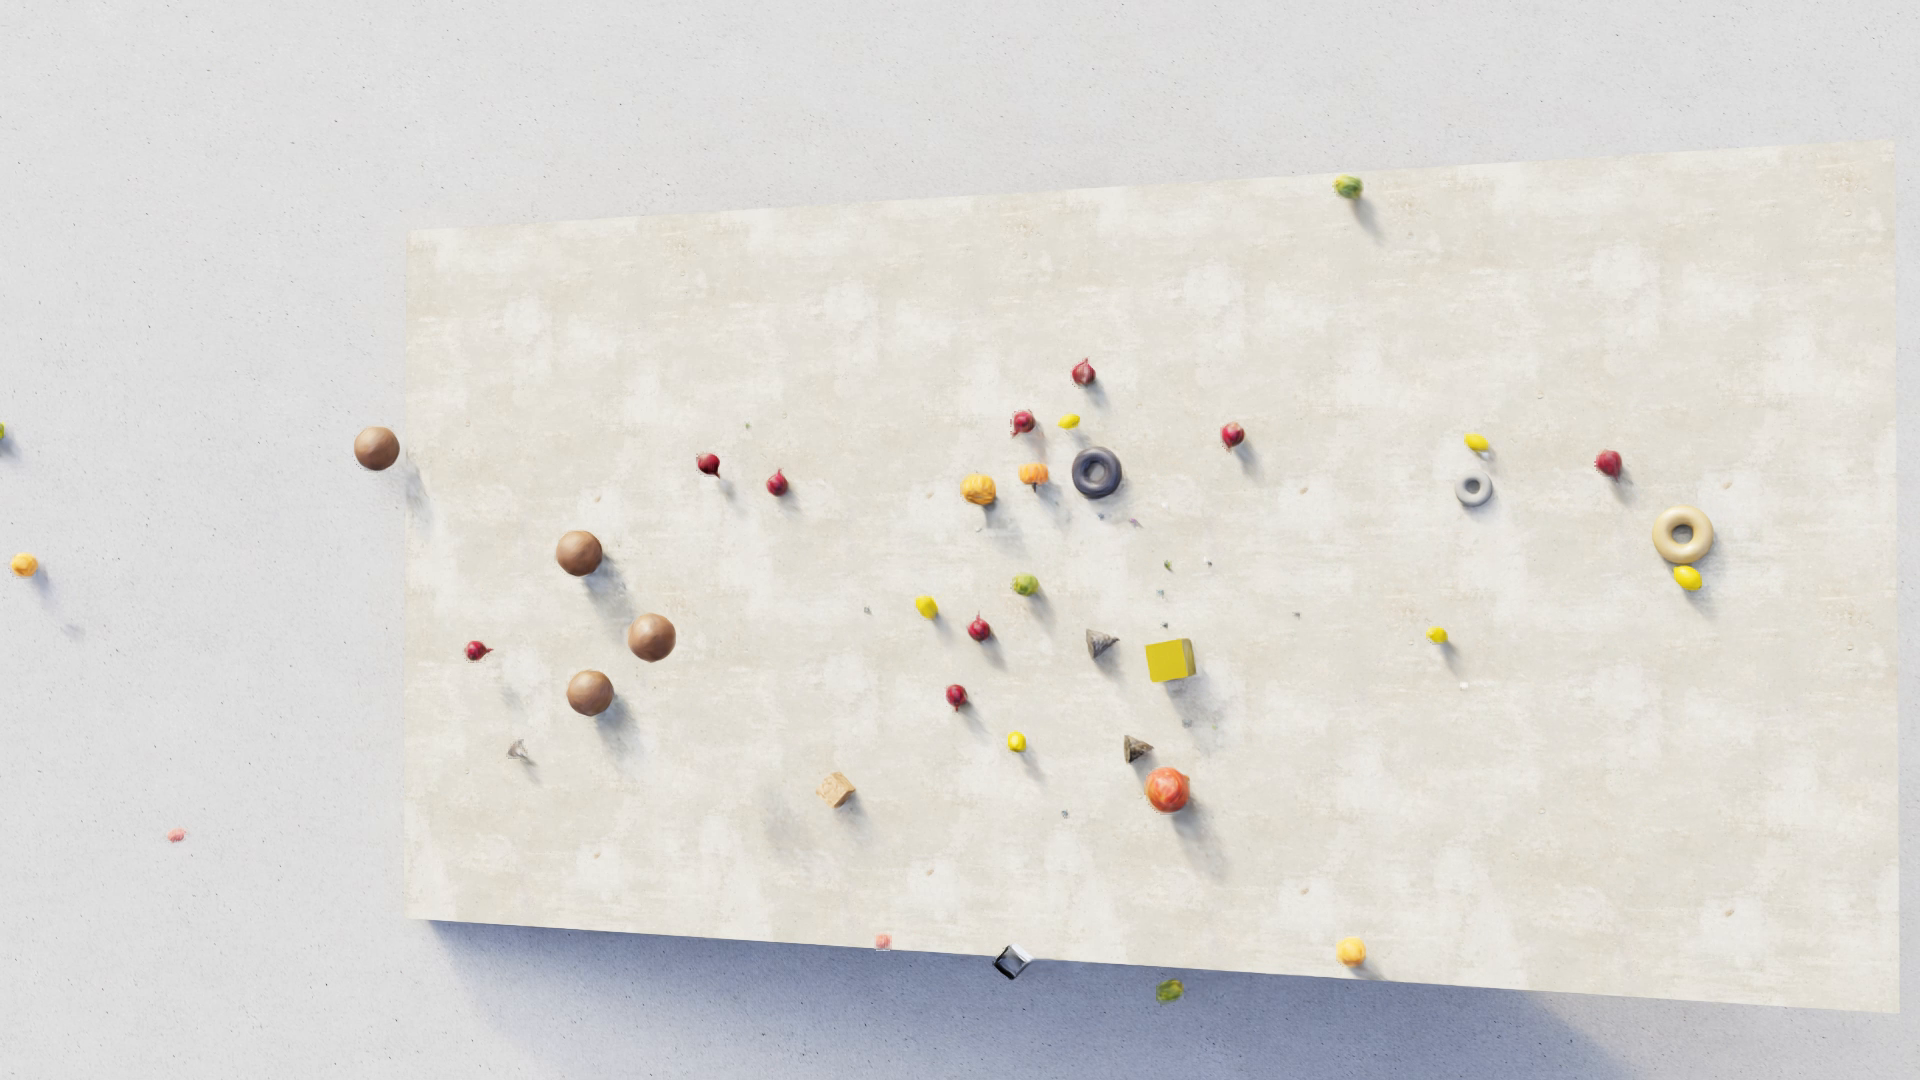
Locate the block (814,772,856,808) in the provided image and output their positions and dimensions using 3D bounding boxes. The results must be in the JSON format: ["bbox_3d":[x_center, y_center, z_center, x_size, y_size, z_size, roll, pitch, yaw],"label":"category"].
[{"bbox_3d":[-0.333,0.670,5.888,0.067,0.067,0.067,44,103,15],"label":"block"}]

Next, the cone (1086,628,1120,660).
[{"bbox_3d":[0.373,0.261,5.651,0.082,0.082,0.082,-10,89,-7],"label":"cone"}]

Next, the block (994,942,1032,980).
[{"bbox_3d":[0.138,1.094,5.712,0.064,0.064,0.064,39,104,15],"label":"block"}]

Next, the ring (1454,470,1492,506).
[{"bbox_3d":[1.247,-0.126,5.340,0.092,0.031,0.092,0,91,20],"label":"ring"}]

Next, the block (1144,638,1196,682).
[{"bbox_3d":[0.534,0.304,5.561,0.096,0.096,0.096,-12,85,20],"label":"block"}]

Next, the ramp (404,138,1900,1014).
[{"bbox_3d":[0.281,0.089,5.760,4.000,0.100,2.000,0,89,20],"label":"ramp"}]

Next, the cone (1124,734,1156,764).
[{"bbox_3d":[0.463,0.531,5.617,0.075,0.075,0.075,-3,89,-7],"label":"cone"}]

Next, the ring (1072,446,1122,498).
[{"bbox_3d":[0.351,-0.175,5.661,0.136,0.045,0.136,0,91,20],"label":"ring"}]

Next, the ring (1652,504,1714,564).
[{"bbox_3d":[1.698,-0.013,5.165,0.139,0.046,0.139,0,91,20],"label":"ring"}]
